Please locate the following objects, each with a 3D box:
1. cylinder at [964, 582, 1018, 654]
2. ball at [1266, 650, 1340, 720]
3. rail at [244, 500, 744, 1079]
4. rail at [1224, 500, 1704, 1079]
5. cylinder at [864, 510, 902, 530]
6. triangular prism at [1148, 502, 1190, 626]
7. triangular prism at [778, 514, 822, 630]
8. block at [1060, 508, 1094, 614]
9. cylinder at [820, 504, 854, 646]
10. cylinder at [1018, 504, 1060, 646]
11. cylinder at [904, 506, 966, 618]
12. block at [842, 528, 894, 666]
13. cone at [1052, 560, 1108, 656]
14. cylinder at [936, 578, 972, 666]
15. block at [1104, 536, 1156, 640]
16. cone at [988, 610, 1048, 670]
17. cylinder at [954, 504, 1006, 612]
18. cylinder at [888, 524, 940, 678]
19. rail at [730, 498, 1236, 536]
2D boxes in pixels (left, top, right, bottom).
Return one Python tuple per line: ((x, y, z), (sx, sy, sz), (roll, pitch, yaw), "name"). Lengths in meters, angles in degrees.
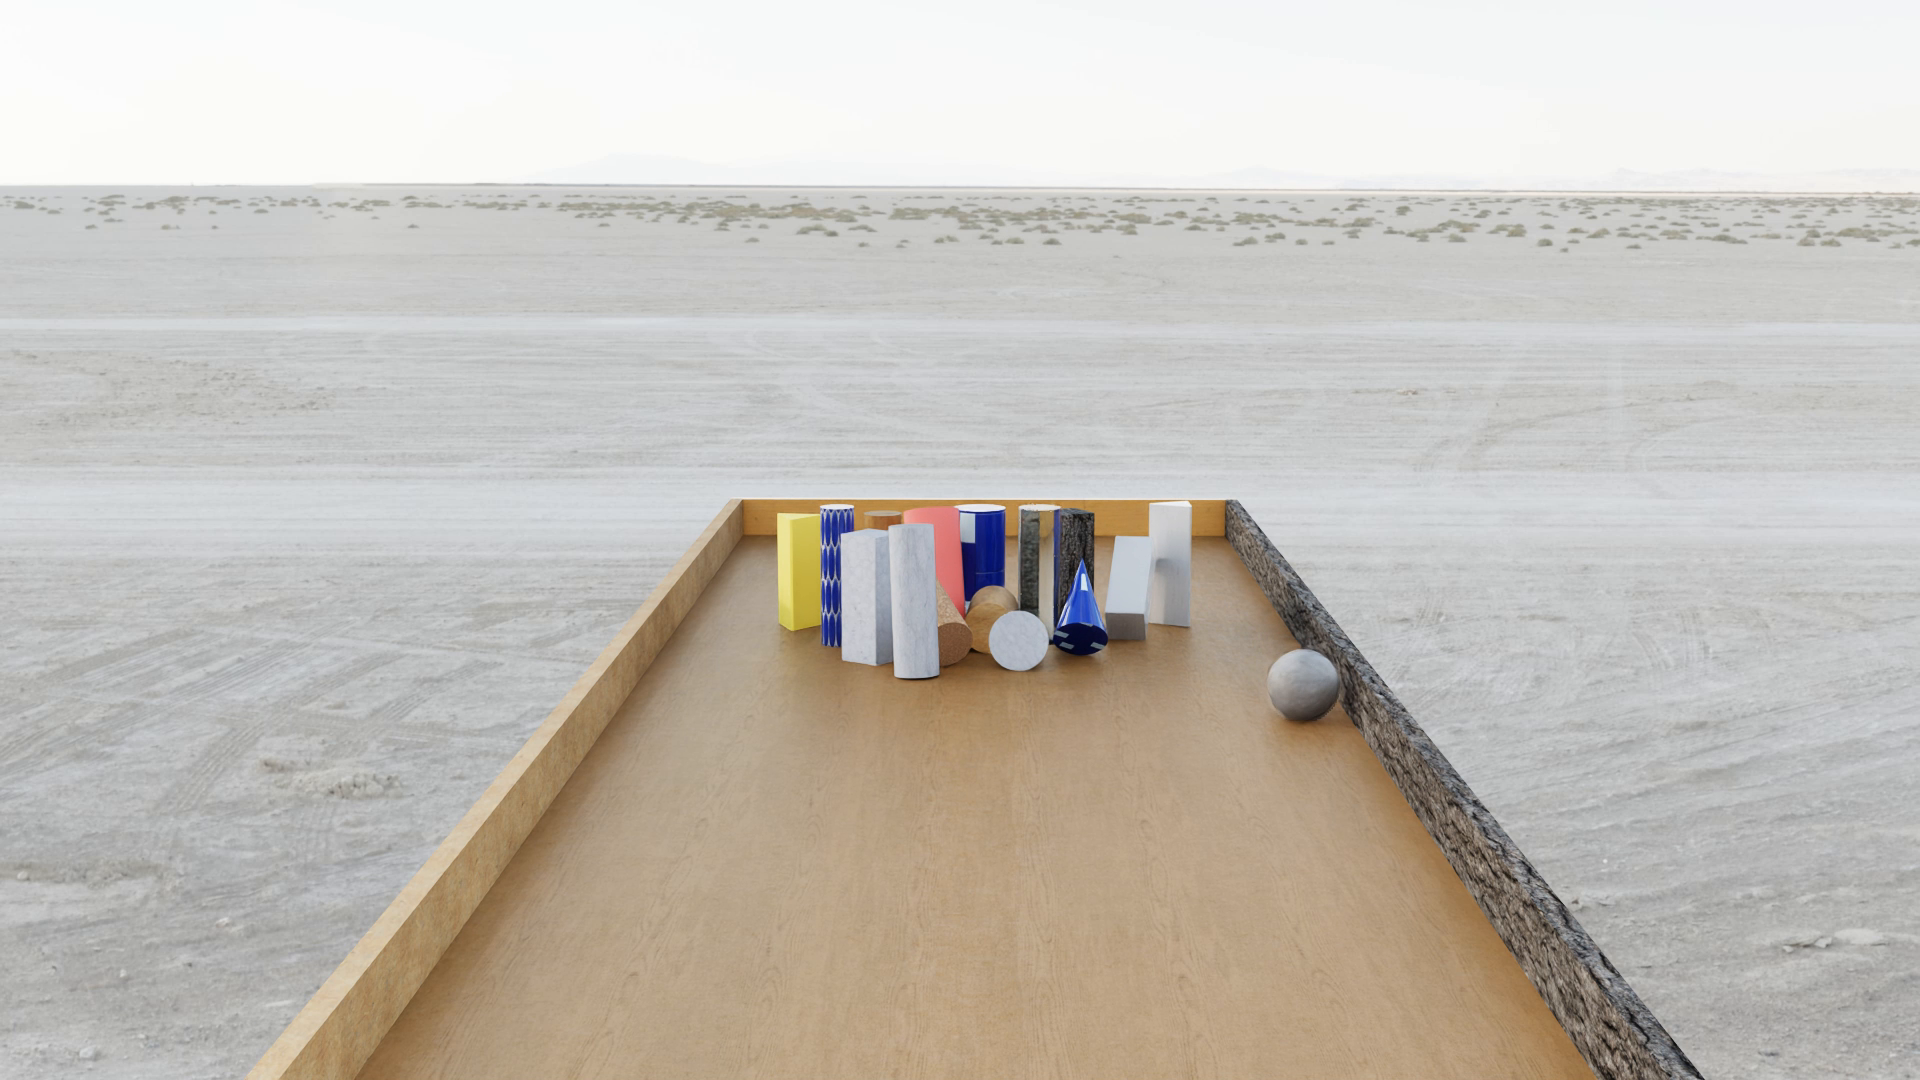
((0.099, 0.249, 6.930), (0.160, 0.160, 0.307), (1, 14, 6), "cylinder")
((0.924, 0.391, 5.927), (0.193, 0.193, 0.193), (0, 9, 0), "ball")
((-1.004, 0.839, 3.234), (0.050, 0.150, 12.000), (0, 9, 1), "rail")
((1.046, 0.843, 3.208), (0.050, 0.150, 12.000), (0, 9, 1), "rail")
((-0.251, 0.100, 7.175), (0.123, 0.377, 0.123), (0, 9, 0), "cylinder")
((0.719, 0.075, 7.267), (0.150, 0.396, 0.130), (5, 9, 31), "triangular prism")
((-0.548, 0.099, 7.216), (0.126, 0.365, 0.146), (7, 12, 39), "triangular prism")
((0.348, 0.097, 7.179), (0.131, 0.382, 0.131), (-5, 10, -27), "block")
((-0.384, 0.111, 6.913), (0.107, 0.436, 0.107), (0, 9, 0), "cylinder")
((0.250, 0.110, 6.946), (0.133, 0.429, 0.133), (0, 9, 0), "cylinder")
((-0.079, 0.101, 7.007), (0.178, 0.393, 0.178), (-4, -6, 0), "cylinder")
((-0.266, 0.172, 6.682), (0.133, 0.389, 0.133), (7, 11, 36), "block")
((0.376, 0.179, 6.805), (0.168, 0.168, 0.316), (1, 51, 4), "cone")
((-0.098, 0.217, 6.727), (0.157, 0.157, 0.369), (-4, 32, -22), "cylinder")
((0.550, 0.153, 7.083), (0.124, 0.124, 0.341), (2, 45, 11), "block")
((0.199, 0.316, 6.733), (0.179, 0.179, 0.365), (1, -5, 8), "cone")
((0.064, 0.089, 7.197), (0.170, 0.392, 0.170), (0, 9, 0), "cylinder")
((-0.135, 0.177, 6.456), (0.134, 0.441, 0.134), (-2, 5, 0), "cylinder")
((0.099, -0.098, 9.147), (2.100, 0.150, 0.050), (0, 9, 1), "rail")
